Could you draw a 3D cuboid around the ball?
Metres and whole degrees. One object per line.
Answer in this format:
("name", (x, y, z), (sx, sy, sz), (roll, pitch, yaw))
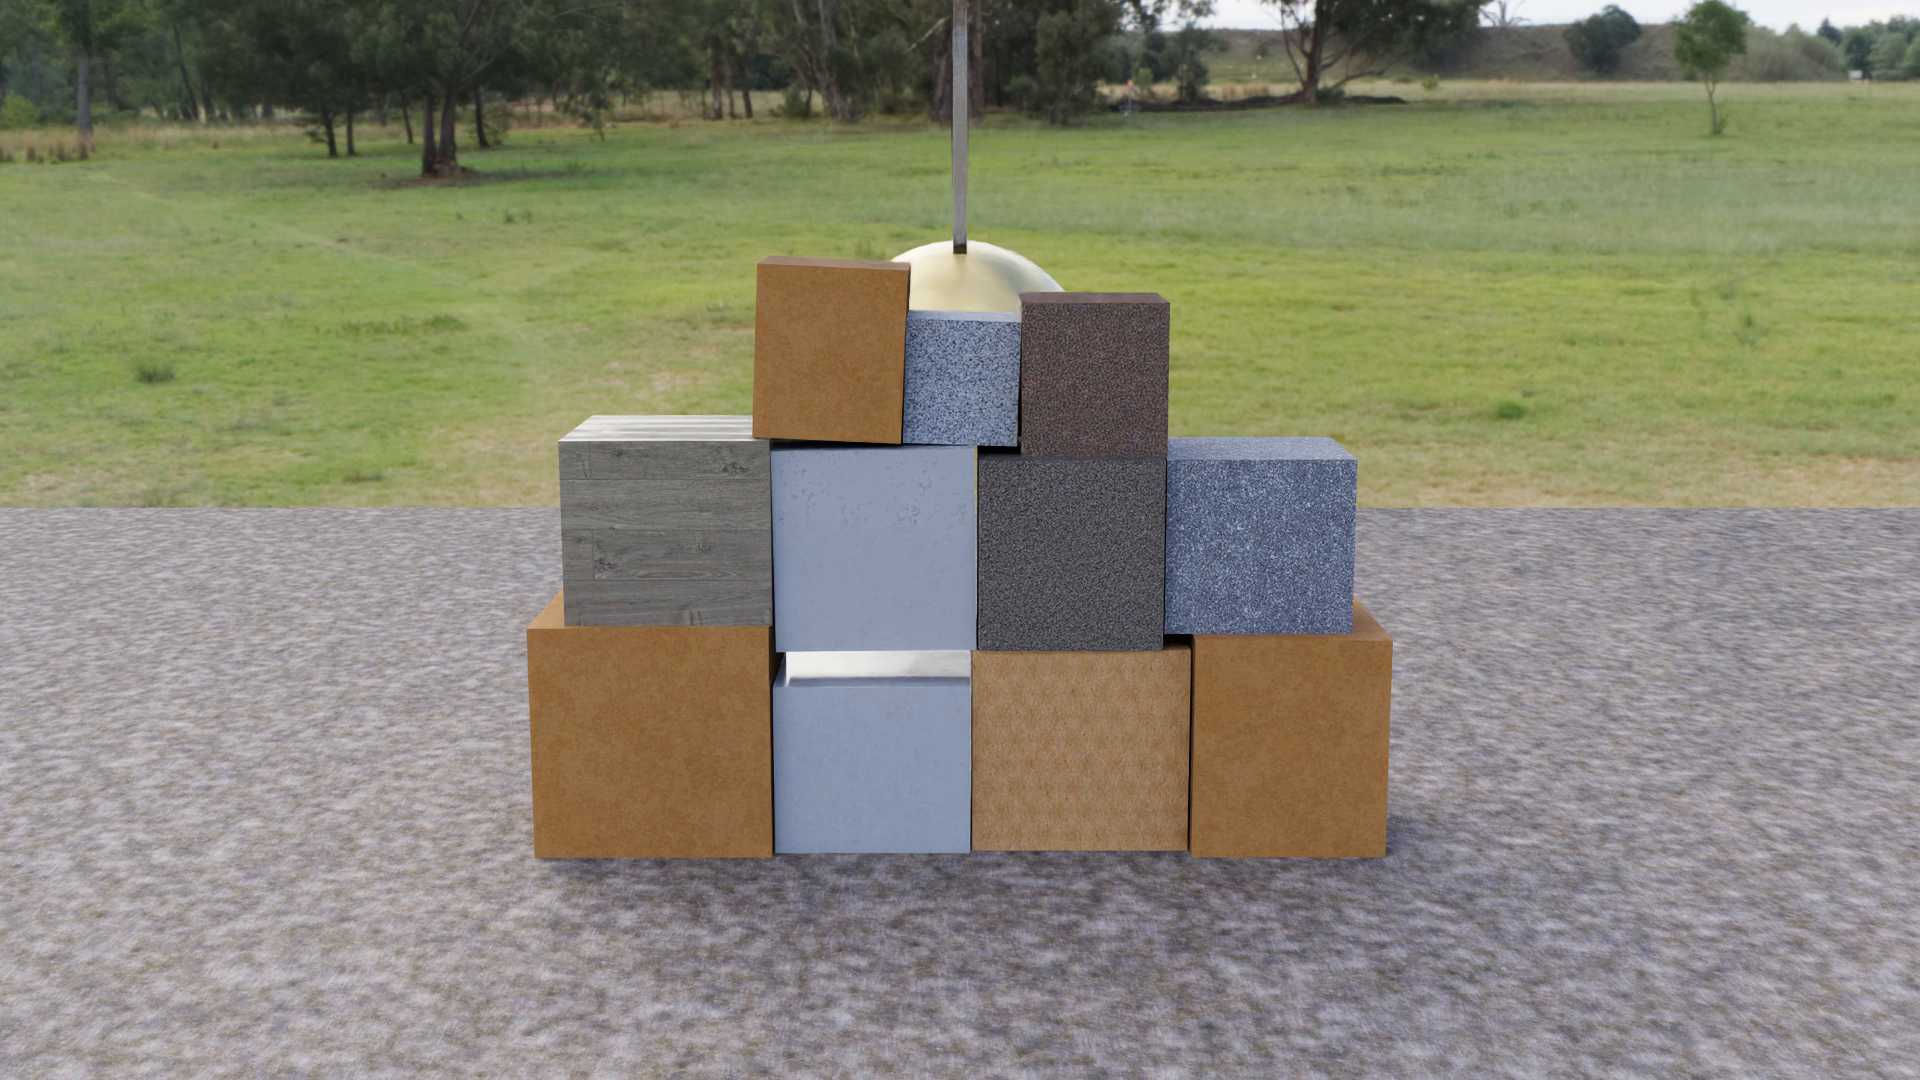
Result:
("ball", (0.000, -0.980, 13.111), (1.600, 1.600, 1.600), (0, 10, 0))

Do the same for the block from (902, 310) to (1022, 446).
("block", (0.009, -0.820, 11.042), (0.560, 0.610, 0.575), (2, 10, 0))

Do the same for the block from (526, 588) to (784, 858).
("block", (-1.521, 0.907, 11.331), (1.177, 1.162, 1.081), (0, 10, 0))

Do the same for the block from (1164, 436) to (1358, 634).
("block", (1.471, -0.038, 11.184), (0.926, 0.869, 0.838), (0, 10, 0))

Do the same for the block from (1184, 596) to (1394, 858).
("block", (1.629, 0.933, 11.351), (0.961, 1.103, 1.102), (0, 10, 0))

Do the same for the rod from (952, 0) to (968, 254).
("rod", (0.000, -3.908, 11.383), (0.080, 5.200, 0.080), (0, 31, 0))

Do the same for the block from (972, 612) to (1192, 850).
("block", (0.600, 0.969, 11.364), (1.077, 1.027, 0.902), (0, 10, 0))

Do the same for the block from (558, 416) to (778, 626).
("block", (-1.427, -0.118, 11.167), (1.016, 0.912, 1.000), (0, 10, 0))

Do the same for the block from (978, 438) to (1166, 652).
("block", (0.544, 0.003, 11.164), (0.908, 0.946, 0.877), (0, 10, 0))

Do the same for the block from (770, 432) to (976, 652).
("block", (-0.419, -0.022, 11.185), (0.988, 0.997, 0.877), (-1, 10, 0))

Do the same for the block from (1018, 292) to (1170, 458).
("block", (0.657, -0.839, 11.042), (0.715, 0.755, 0.740), (0, 10, 0))

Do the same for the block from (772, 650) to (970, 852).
("block", (-0.436, 1.059, 11.365), (0.973, 0.850, 0.947), (0, 10, 0))

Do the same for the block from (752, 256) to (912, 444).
("block", (-0.631, -0.964, 10.994), (0.725, 0.840, 0.739), (3, 10, 0))
